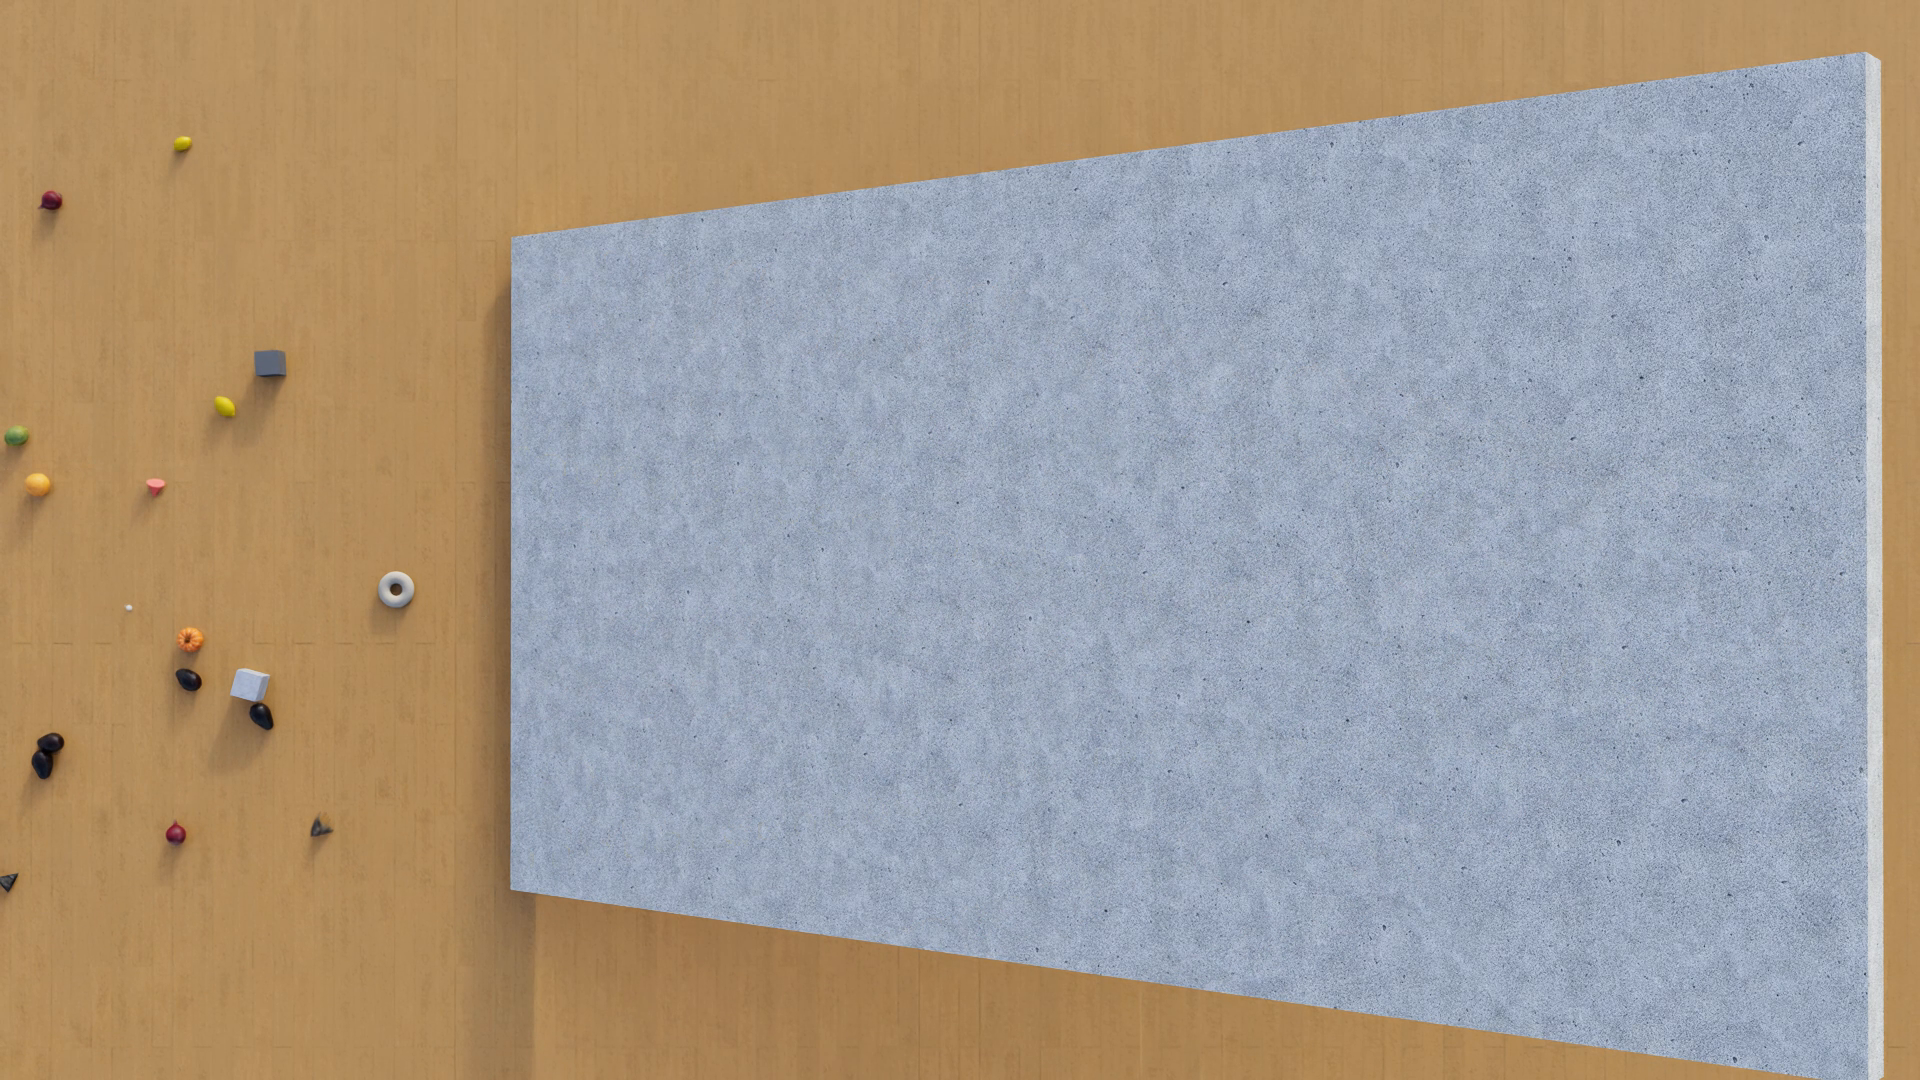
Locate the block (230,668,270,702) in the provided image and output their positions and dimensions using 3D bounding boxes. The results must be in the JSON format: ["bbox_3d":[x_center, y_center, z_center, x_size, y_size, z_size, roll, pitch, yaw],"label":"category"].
[{"bbox_3d":[-2.188,0.447,6.777,0.080,0.080,0.080,16,90,0],"label":"block"}]

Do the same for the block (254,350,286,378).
[{"bbox_3d":[-2.128,-0.544,6.787,0.073,0.073,0.073,-4,90,0],"label":"block"}]

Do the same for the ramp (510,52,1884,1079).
[{"bbox_3d":[0.220,0.063,5.536,4.000,0.100,2.000,0,90,39],"label":"ramp"}]

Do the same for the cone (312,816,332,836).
[{"bbox_3d":[-1.965,0.891,6.801,0.060,0.060,0.060,20,90,-26],"label":"cone"}]

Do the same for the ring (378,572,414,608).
[{"bbox_3d":[-1.743,0.153,6.801,0.113,0.038,0.113,0,91,0],"label":"ring"}]

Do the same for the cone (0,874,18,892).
[{"bbox_3d":[-2.936,1.048,6.800,0.059,0.059,0.059,-40,90,-27],"label":"cone"}]
